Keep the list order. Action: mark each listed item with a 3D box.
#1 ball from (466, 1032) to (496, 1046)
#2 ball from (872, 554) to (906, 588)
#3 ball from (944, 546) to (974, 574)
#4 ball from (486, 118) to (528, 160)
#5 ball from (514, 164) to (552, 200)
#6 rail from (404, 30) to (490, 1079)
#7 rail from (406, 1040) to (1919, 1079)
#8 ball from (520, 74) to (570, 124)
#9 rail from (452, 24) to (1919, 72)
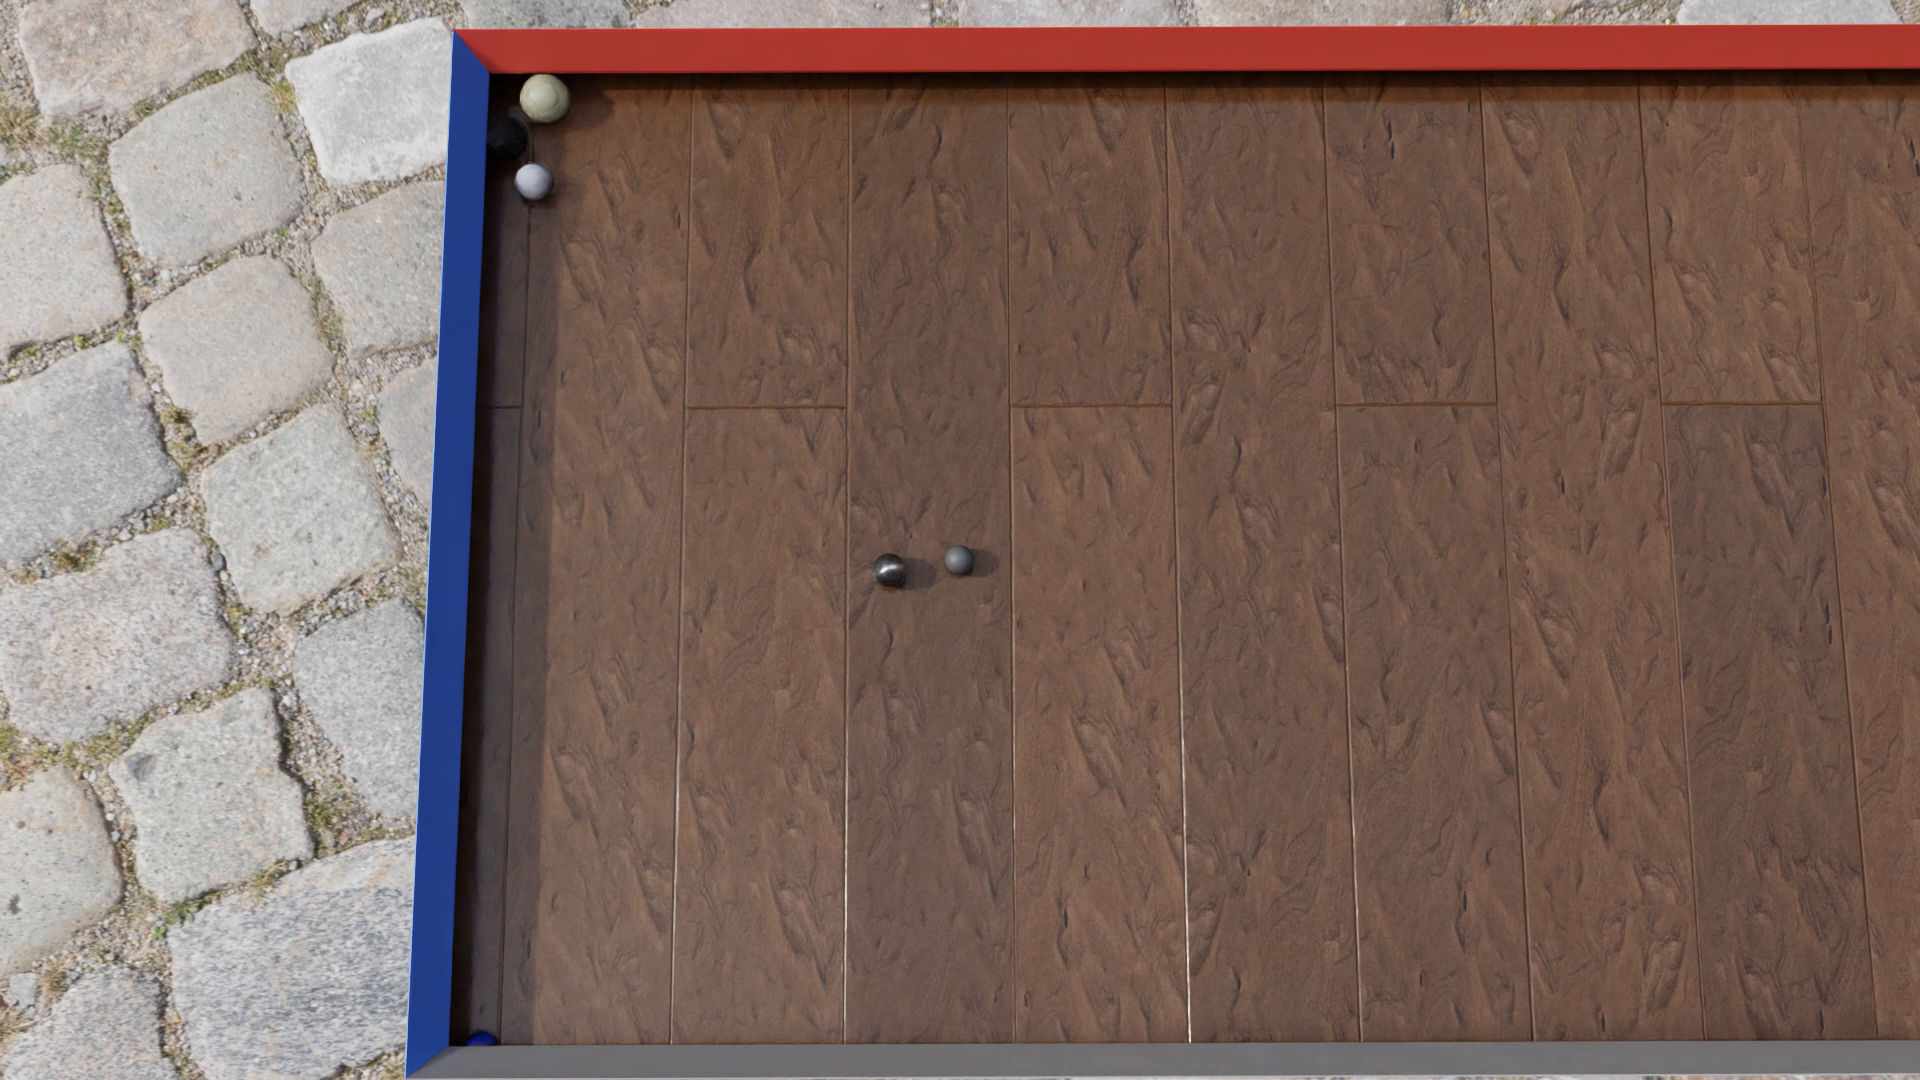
[{"bbox_3d":[-0.690,0.728,3.166,0.042,0.042,0.042,0,78,0],"label":"ball"},{"bbox_3d":[-0.106,0.046,3.301,0.052,0.052,0.052,0,78,0],"label":"ball"},{"bbox_3d":[-0.001,0.030,3.309,0.044,0.044,0.044,0,78,0],"label":"ball"},{"bbox_3d":[-0.709,-0.626,3.431,0.067,0.067,0.067,0,78,0],"label":"ball"},{"bbox_3d":[-0.665,-0.557,3.423,0.057,0.057,0.057,0,78,0],"label":"ball"},{"bbox_3d":[-0.752,-0.004,3.274,0.045,0.123,1.568,0,78,0],"label":"rail"},{"bbox_3d":[0.779,0.735,3.122,3.104,0.123,0.045,0,78,0],"label":"rail"},{"bbox_3d":[-0.649,-0.691,3.440,0.077,0.077,0.077,0,78,0],"label":"ball"},{"bbox_3d":[0.773,-0.755,3.428,3.104,0.123,0.045,0,78,0],"label":"rail"}]
